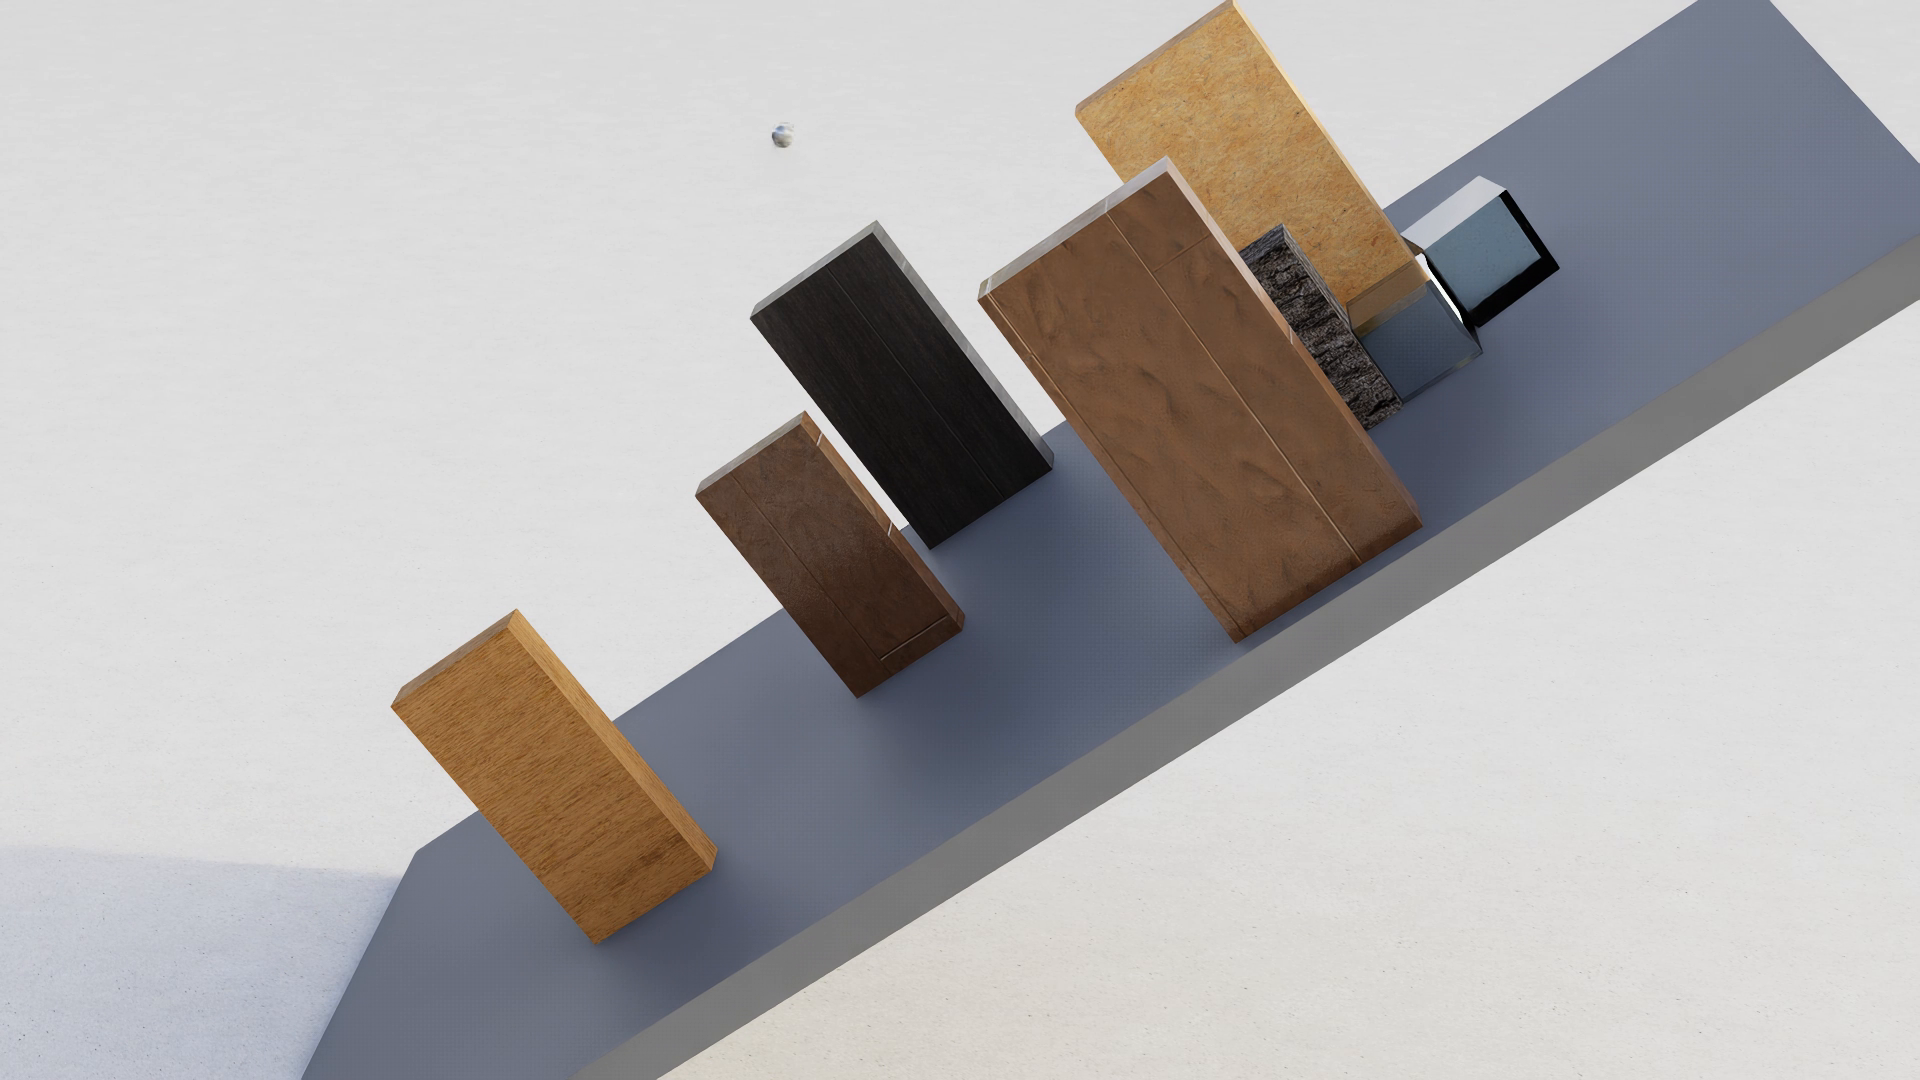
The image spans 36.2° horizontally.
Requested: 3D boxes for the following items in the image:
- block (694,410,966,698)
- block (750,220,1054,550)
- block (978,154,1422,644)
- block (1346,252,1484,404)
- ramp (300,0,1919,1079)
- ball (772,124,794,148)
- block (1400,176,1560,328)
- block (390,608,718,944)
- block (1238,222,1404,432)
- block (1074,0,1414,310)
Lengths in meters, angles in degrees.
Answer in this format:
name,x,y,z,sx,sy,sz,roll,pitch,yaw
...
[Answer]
name,x,y,z,sx,sy,sz,roll,pitch,yaw
block,-0.278,0.035,6.355,0.287,0.579,0.087,-33,16,16
block,-0.132,-0.360,6.923,0.360,0.707,0.106,-33,16,16
block,0.426,-0.238,5.176,0.399,0.788,0.105,-33,16,16
block,0.892,-0.418,5.790,0.184,0.184,0.184,-33,16,15
ramp,0.132,0.176,6.314,4.000,0.100,2.000,-33,16,16
ball,-0.898,-2.054,14.941,0.119,0.119,0.119,0,22,0
block,1.041,-0.580,5.899,0.197,0.197,0.197,-37,15,4
block,-0.837,0.496,6.104,0.314,0.672,0.097,-33,16,16
block,0.640,-0.368,5.782,0.270,0.412,0.134,-33,16,16
block,0.624,-0.756,6.352,0.408,0.719,0.093,-33,16,16
